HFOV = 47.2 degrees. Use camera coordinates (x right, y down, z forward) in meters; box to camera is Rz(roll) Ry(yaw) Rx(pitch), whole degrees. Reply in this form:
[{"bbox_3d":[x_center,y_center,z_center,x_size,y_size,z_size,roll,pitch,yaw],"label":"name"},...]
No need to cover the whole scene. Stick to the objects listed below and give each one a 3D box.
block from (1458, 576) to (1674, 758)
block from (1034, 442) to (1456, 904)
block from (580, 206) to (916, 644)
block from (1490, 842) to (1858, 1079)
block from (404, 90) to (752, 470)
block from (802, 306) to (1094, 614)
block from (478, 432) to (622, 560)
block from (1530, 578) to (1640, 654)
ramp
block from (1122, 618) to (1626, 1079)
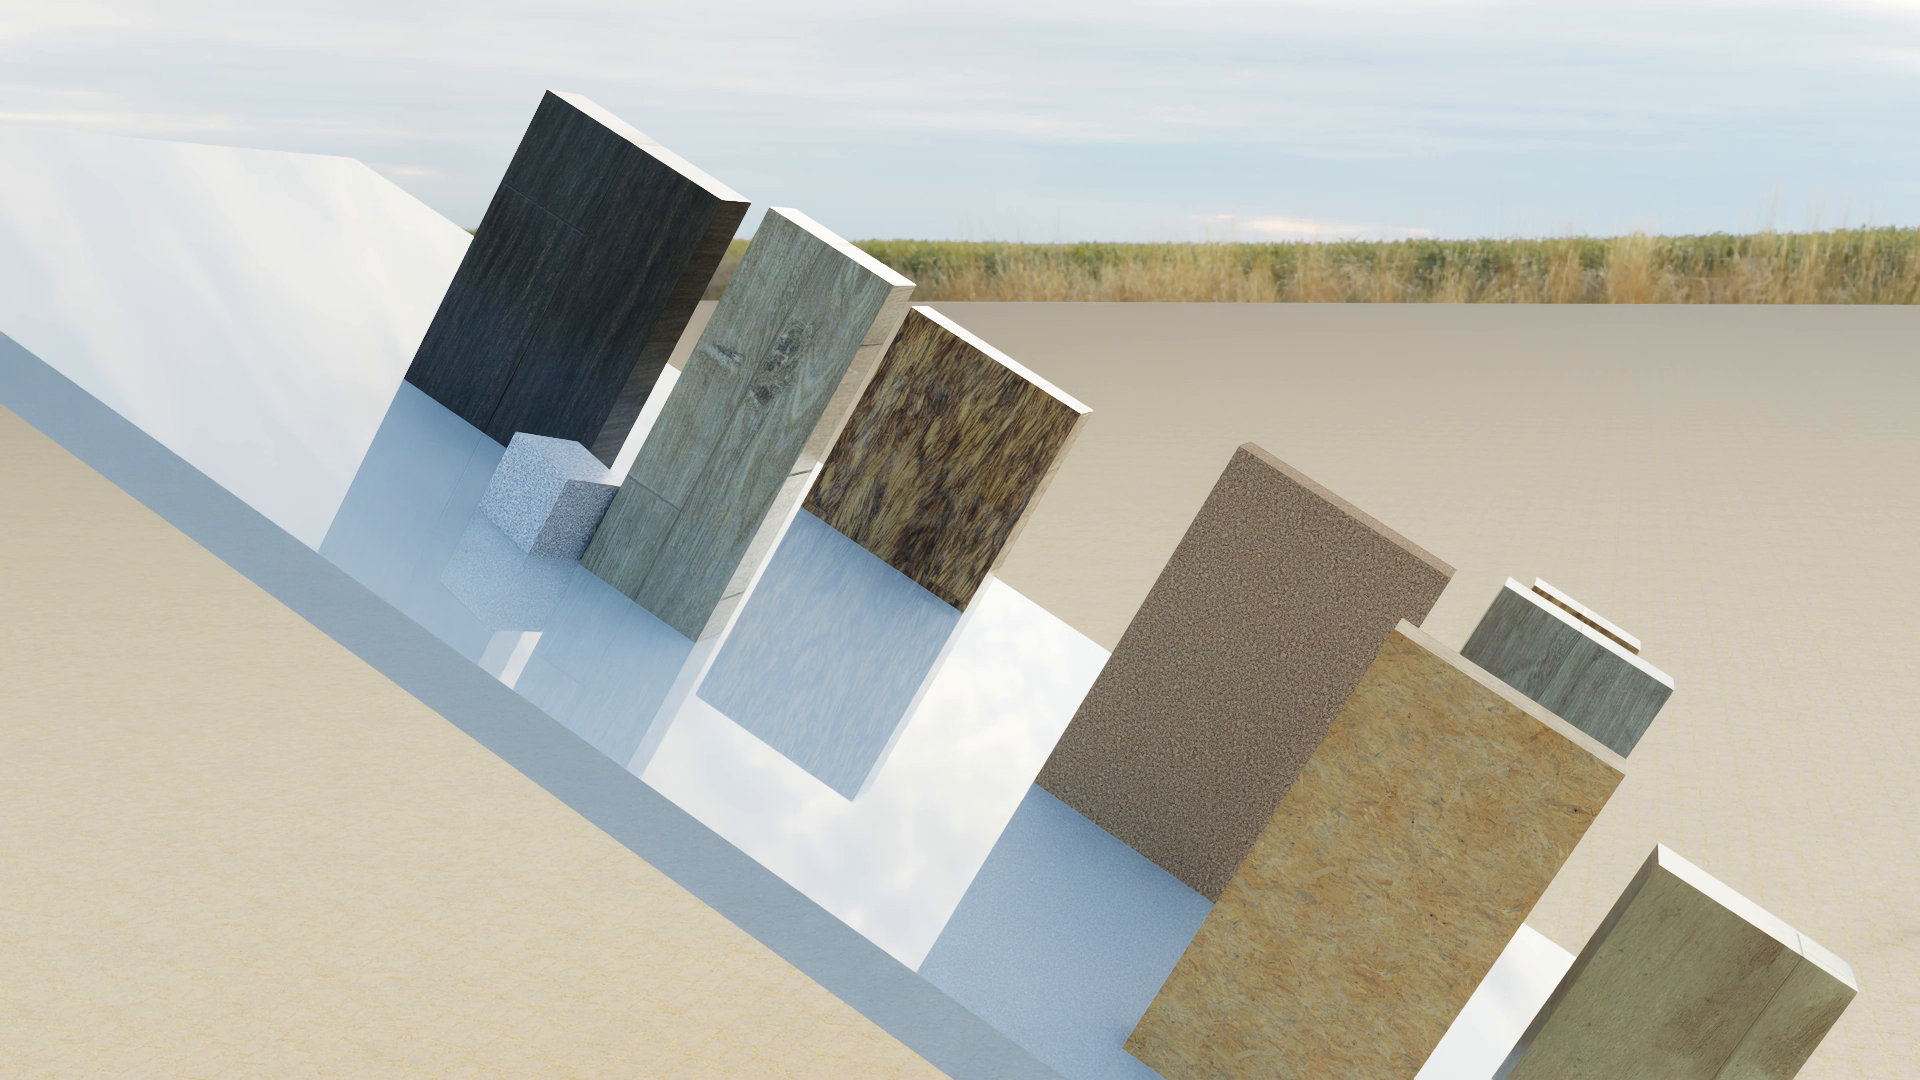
[{"bbox_3d":[0.981,0.468,4.126,0.349,0.715,0.122,33,15,11],"label":"block"},{"bbox_3d":[0.502,0.246,3.924,0.427,0.721,0.119,33,15,11],"label":"block"},{"bbox_3d":[-0.365,-0.192,3.734,0.251,0.705,0.115,33,15,11],"label":"block"},{"bbox_3d":[0.966,0.793,3.177,0.309,0.634,0.126,33,15,11],"label":"block"},{"bbox_3d":[-0.721,-0.466,4.124,0.399,0.619,0.140,33,15,11],"label":"block"},{"bbox_3d":[-0.031,-0.174,4.725,0.430,0.502,0.110,33,15,11],"label":"block"},{"bbox_3d":[-0.700,-0.074,3.789,0.152,0.152,0.152,39,17,30],"label":"block"},{"bbox_3d":[1.147,0.431,4.672,0.248,0.666,0.120,33,15,11],"label":"block"},{"bbox_3d":[-0.173,0.284,4.122,4.000,0.100,2.000,33,15,11],"label":"ramp"},{"bbox_3d":[0.579,0.522,3.122,0.360,0.739,0.102,33,15,11],"label":"block"}]
